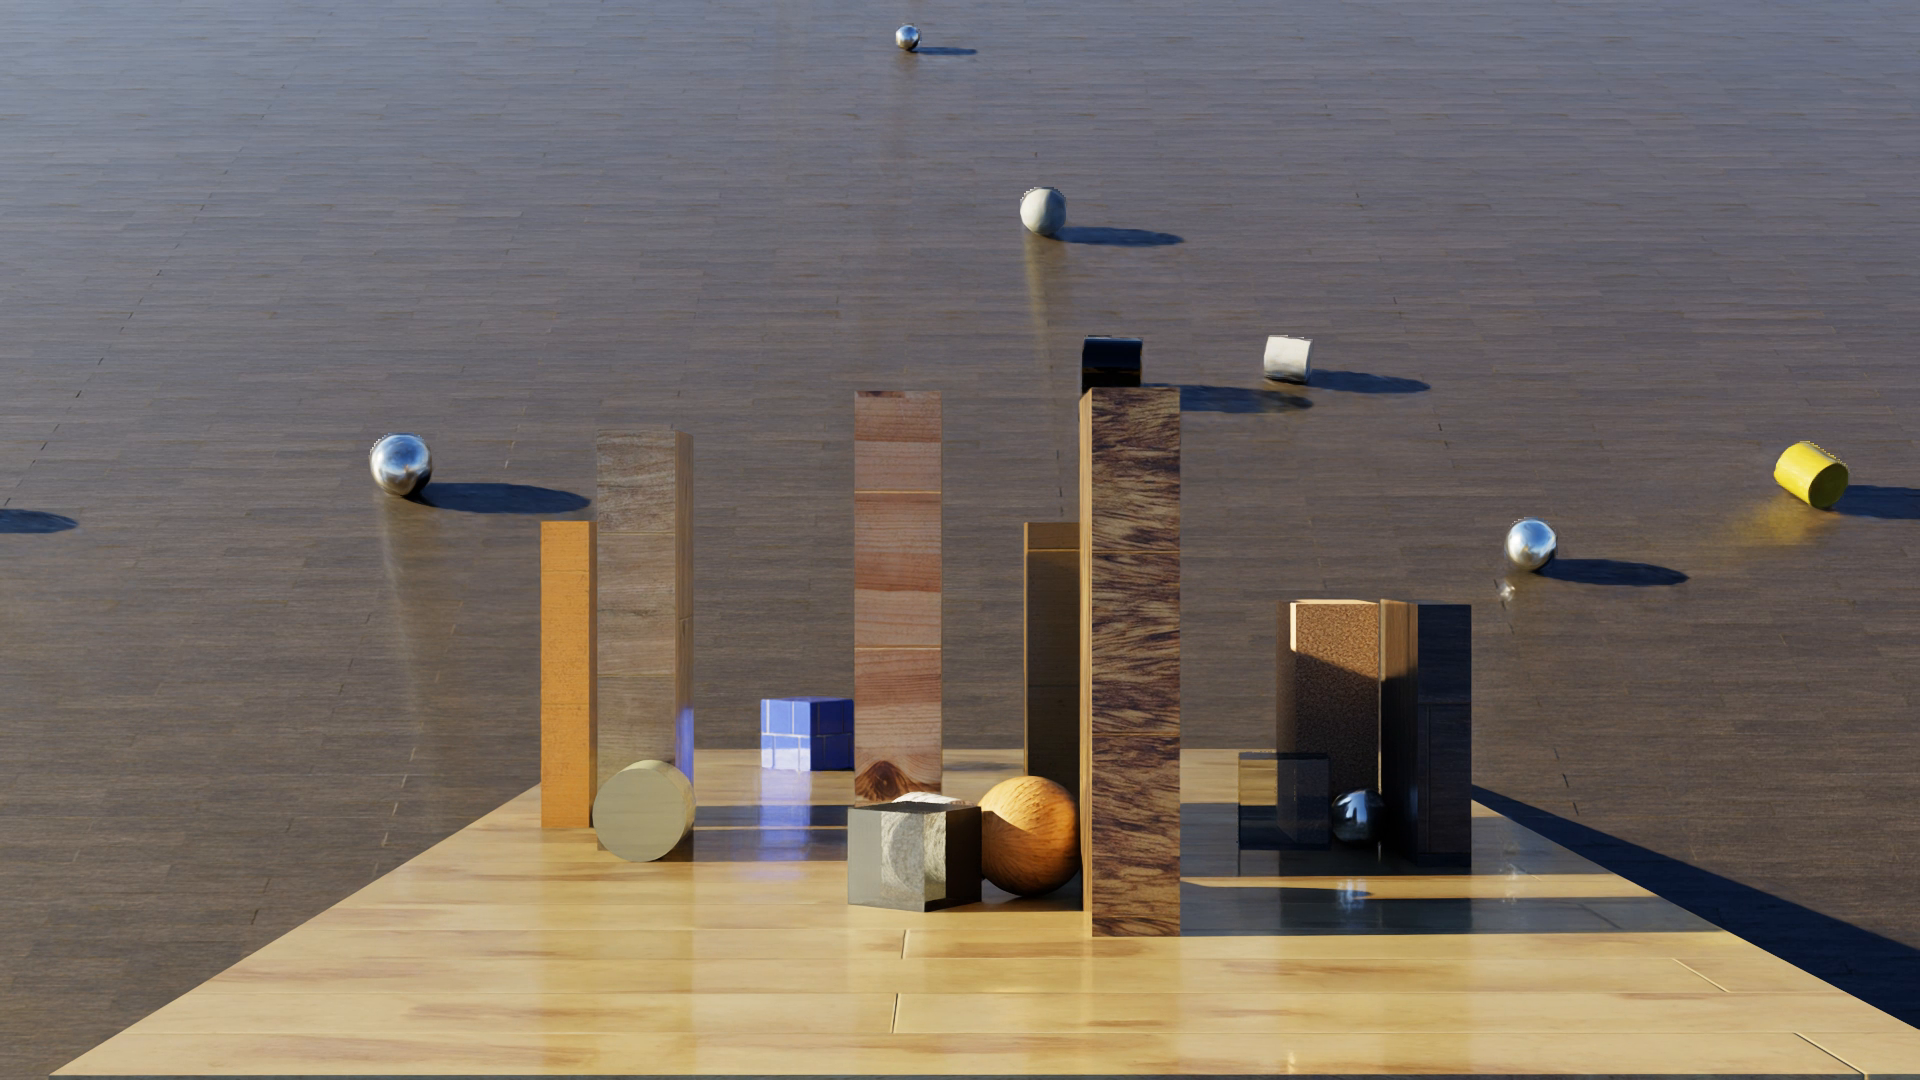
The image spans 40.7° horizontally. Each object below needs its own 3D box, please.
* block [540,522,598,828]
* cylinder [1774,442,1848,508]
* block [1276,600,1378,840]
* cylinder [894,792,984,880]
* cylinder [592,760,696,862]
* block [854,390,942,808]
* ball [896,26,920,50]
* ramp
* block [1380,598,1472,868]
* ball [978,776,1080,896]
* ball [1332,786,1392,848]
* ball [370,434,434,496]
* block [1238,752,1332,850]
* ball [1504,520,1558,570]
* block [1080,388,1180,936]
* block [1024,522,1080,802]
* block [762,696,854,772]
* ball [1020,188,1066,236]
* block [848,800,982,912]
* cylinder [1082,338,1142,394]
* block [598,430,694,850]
[{"bbox_3d":[-0.745,0.253,5.065,0.090,0.578,0.374,0,0,0],"label":"block"},{"bbox_3d":[2.621,-0.198,7.961,0.153,0.153,0.153,-12,32,-21],"label":"cylinder"},{"bbox_3d":[0.681,0.328,4.815,0.150,0.427,0.284,0,0,0],"label":"block"},{"bbox_3d":[-0.036,0.472,4.060,0.143,0.143,0.143,-17,8,-27],"label":"cylinder"},{"bbox_3d":[-0.540,0.464,4.440,0.159,0.159,0.159,0,0,0],"label":"cylinder"},{"bbox_3d":[-0.100,0.152,4.356,0.138,0.782,0.426,0,0,0],"label":"block"},{"bbox_3d":[-0.236,-2.258,11.632,0.111,0.111,0.111,0,30,0],"label":"ball"},{"bbox_3d":[0.066,0.592,4.646,2.000,0.100,4.000,0,0,0],"label":"ramp"},{"bbox_3d":[0.804,0.324,4.477,0.089,0.436,0.374,0,0,0],"label":"block"},{"bbox_3d":[0.106,0.452,3.950,0.184,0.184,0.184,0,30,0],"label":"ball"},{"bbox_3d":[0.705,0.488,4.556,0.107,0.107,0.107,0,30,0],"label":"ball"},{"bbox_3d":[-1.722,-0.231,7.981,0.192,0.192,0.192,0,30,0],"label":"ball"},{"bbox_3d":[0.576,0.463,4.597,0.158,0.158,0.158,0,0,5],"label":"block"},{"bbox_3d":[1.675,0.015,7.590,0.151,0.151,0.151,0,30,0],"label":"ball"},{"bbox_3d":[0.241,0.167,3.723,0.121,0.754,0.348,0,0,0],"label":"block"},{"bbox_3d":[0.176,0.255,4.863,0.103,0.574,0.283,0,0,0],"label":"block"},{"bbox_3d":[-0.358,0.459,6.146,0.161,0.161,0.161,0,0,41],"label":"block"},{"bbox_3d":[0.317,-1.240,9.774,0.175,0.175,0.175,0,30,0],"label":"ball"},{"bbox_3d":[-0.068,0.472,3.877,0.143,0.143,0.143,0,0,36],"label":"block"},{"bbox_3d":[0.506,-0.575,8.584,0.190,0.190,0.190,2,30,6],"label":"cylinder"},{"bbox_3d":[-0.566,0.174,4.675,0.136,0.736,0.311,0,0,0],"label":"block"}]
